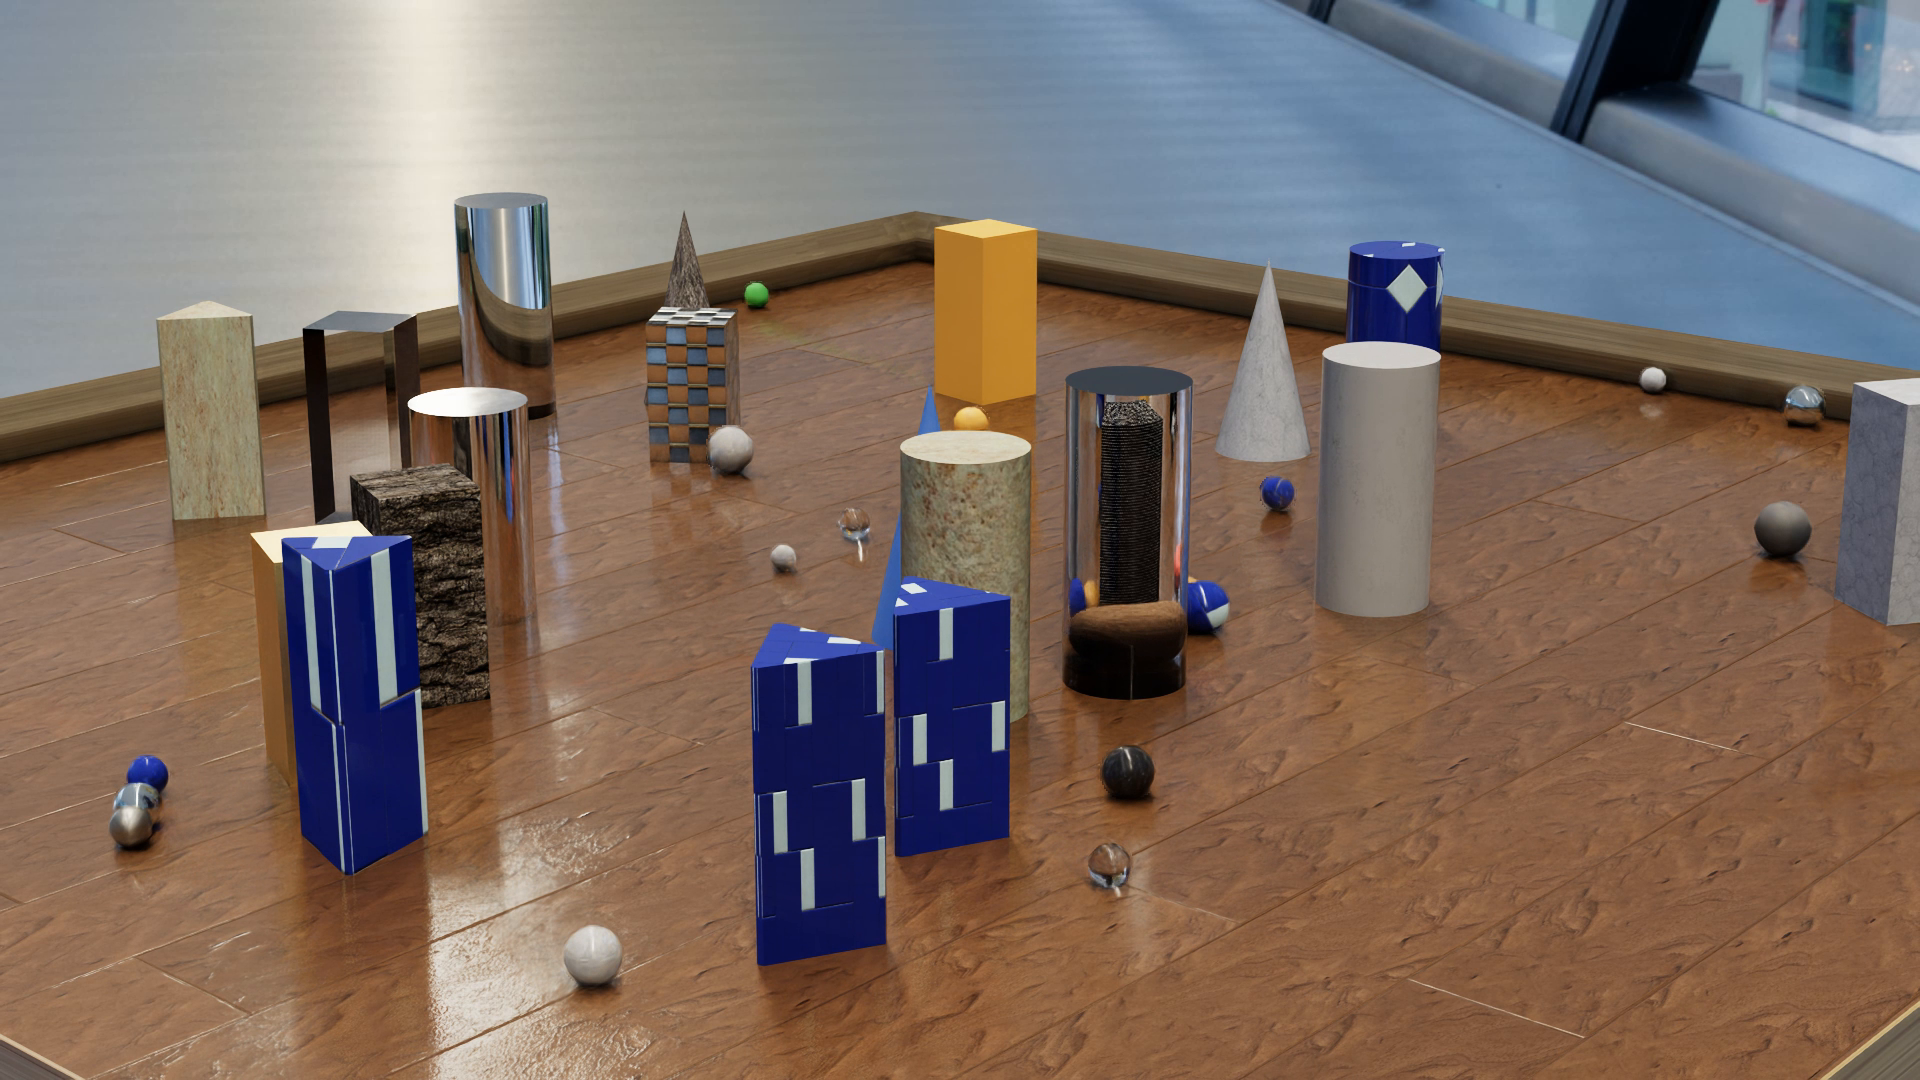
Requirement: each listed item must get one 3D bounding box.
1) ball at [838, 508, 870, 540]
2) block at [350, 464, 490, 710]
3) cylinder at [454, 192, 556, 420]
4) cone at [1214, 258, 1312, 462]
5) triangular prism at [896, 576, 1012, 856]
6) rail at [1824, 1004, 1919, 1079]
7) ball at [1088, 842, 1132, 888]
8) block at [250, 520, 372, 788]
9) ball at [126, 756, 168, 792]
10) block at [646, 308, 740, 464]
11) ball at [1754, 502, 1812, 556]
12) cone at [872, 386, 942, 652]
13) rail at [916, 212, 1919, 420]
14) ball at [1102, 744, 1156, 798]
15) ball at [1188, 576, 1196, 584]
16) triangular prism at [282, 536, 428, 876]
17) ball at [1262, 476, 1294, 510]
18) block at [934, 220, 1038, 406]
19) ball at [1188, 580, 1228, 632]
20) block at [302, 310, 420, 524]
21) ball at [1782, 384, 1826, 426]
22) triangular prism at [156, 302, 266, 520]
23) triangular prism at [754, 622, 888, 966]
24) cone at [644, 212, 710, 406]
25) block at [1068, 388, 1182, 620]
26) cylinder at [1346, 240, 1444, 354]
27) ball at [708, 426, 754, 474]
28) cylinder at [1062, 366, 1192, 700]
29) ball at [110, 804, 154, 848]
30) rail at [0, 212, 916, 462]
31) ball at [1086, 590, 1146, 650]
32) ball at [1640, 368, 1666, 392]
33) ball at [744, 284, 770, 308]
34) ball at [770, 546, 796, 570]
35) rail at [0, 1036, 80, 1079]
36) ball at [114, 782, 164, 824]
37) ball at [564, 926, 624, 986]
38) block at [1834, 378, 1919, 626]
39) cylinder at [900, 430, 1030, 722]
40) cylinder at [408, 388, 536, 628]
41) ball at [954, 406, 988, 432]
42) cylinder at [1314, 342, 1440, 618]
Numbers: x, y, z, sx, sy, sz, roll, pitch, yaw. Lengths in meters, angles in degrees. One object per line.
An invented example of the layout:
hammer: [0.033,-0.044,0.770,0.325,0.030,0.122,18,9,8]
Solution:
ball: [-0.196,-0.030,5.454,0.059,0.059,0.059,0,17,0]
block: [-0.848,0.075,4.607,0.160,0.347,0.160,-8,19,-26]
cylinder: [-0.980,-0.503,6.325,0.200,0.463,0.200,0,17,0]
cone: [0.629,-0.381,6.023,0.200,0.403,0.200,0,17,0]
triangular prism: [-0.041,0.237,4.066,0.173,0.348,0.150,-8,18,-25]
rail: [1.536,0.417,3.843,0.045,0.130,4.370,14,22,39]
ball: [0.200,0.434,3.914,0.059,0.059,0.059,0,17,0]
block: [-0.935,0.166,4.313,0.160,0.342,0.160,-8,18,-24]
ball: [-1.170,0.341,4.223,0.059,0.059,0.059,0,17,0]
block: [-0.545,-0.318,6.012,0.160,0.288,0.160,2,17,6]
ball: [1.502,-0.021,5.351,0.100,0.100,0.100,0,17,0]
cone: [-0.049,-0.048,4.861,0.200,0.436,0.200,0,17,0]
rail: [1.417,-0.438,6.682,4.116,0.130,0.045,14,22,39]
ball: [0.243,0.333,4.217,0.076,0.076,0.076,0,17,0]
ball: [0.382,0.097,5.007,0.073,0.073,0.073,0,17,0]
triangular prism: [-0.807,0.213,4.000,0.150,0.432,0.173,-10,20,-31]
ball: [0.612,-0.090,5.645,0.063,0.063,0.063,0,17,0]
block: [0.057,-0.506,6.491,0.160,0.372,0.160,-14,22,-39]
ball: [0.408,0.112,4.932,0.089,0.089,0.089,0,17,0]
block: [-1.126,-0.229,5.559,0.160,0.379,0.160,4,17,12]
ball: [1.802,-0.287,6.259,0.087,0.087,0.087,0,17,0]
triangular prism: [-1.431,-0.252,5.618,0.173,0.389,0.150,-3,17,-11]
triangular prism: [-0.203,0.315,3.724,0.173,0.396,0.150,-7,18,-23]
cone: [-0.598,-0.512,6.416,0.200,0.428,0.200,0,17,0]
block: [0.284,-0.063,5.045,0.160,0.357,0.160,5,17,15]
cylinder: [0.919,-0.429,6.223,0.200,0.379,0.200,0,17,0]
ball: [-0.461,-0.181,5.897,0.093,0.093,0.093,0,17,0]
cylinder: [0.264,-0.013,4.644,0.200,0.493,0.200,0,17,0]
ball: [-1.143,0.395,4.044,0.058,0.058,0.058,0,17,0]
rail: [-1.536,-0.352,6.397,0.045,0.130,4.370,14,22,39]
ball: [0.257,0.131,4.848,0.100,0.100,0.100,0,17,0]
ball: [1.548,-0.356,6.543,0.056,0.056,0.056,0,17,0]
ball: [-0.513,-0.616,7.393,0.063,0.063,0.063,0,17,0]
ball: [-0.317,0.032,5.271,0.046,0.046,0.046,0,17,0]
rail: [-1.417,0.503,3.557,4.116,0.130,0.045,14,22,39]
ball: [-1.149,0.372,4.103,0.067,0.067,0.067,0,17,0]
ball: [-0.453,0.513,3.624,0.073,0.073,0.073,0,17,0]
block: [1.626,-0.068,5.013,0.160,0.386,0.160,-5,17,-16]
cylinder: [0.009,0.060,4.528,0.200,0.421,0.200,0,17,0]
cylinder: [-0.830,-0.055,4.996,0.200,0.372,0.200,0,17,0]
ball: [0.022,-0.242,6.137,0.072,0.072,0.072,0,17,0]
cylinder: [0.717,-0.106,5.050,0.200,0.437,0.200,0,17,0]
